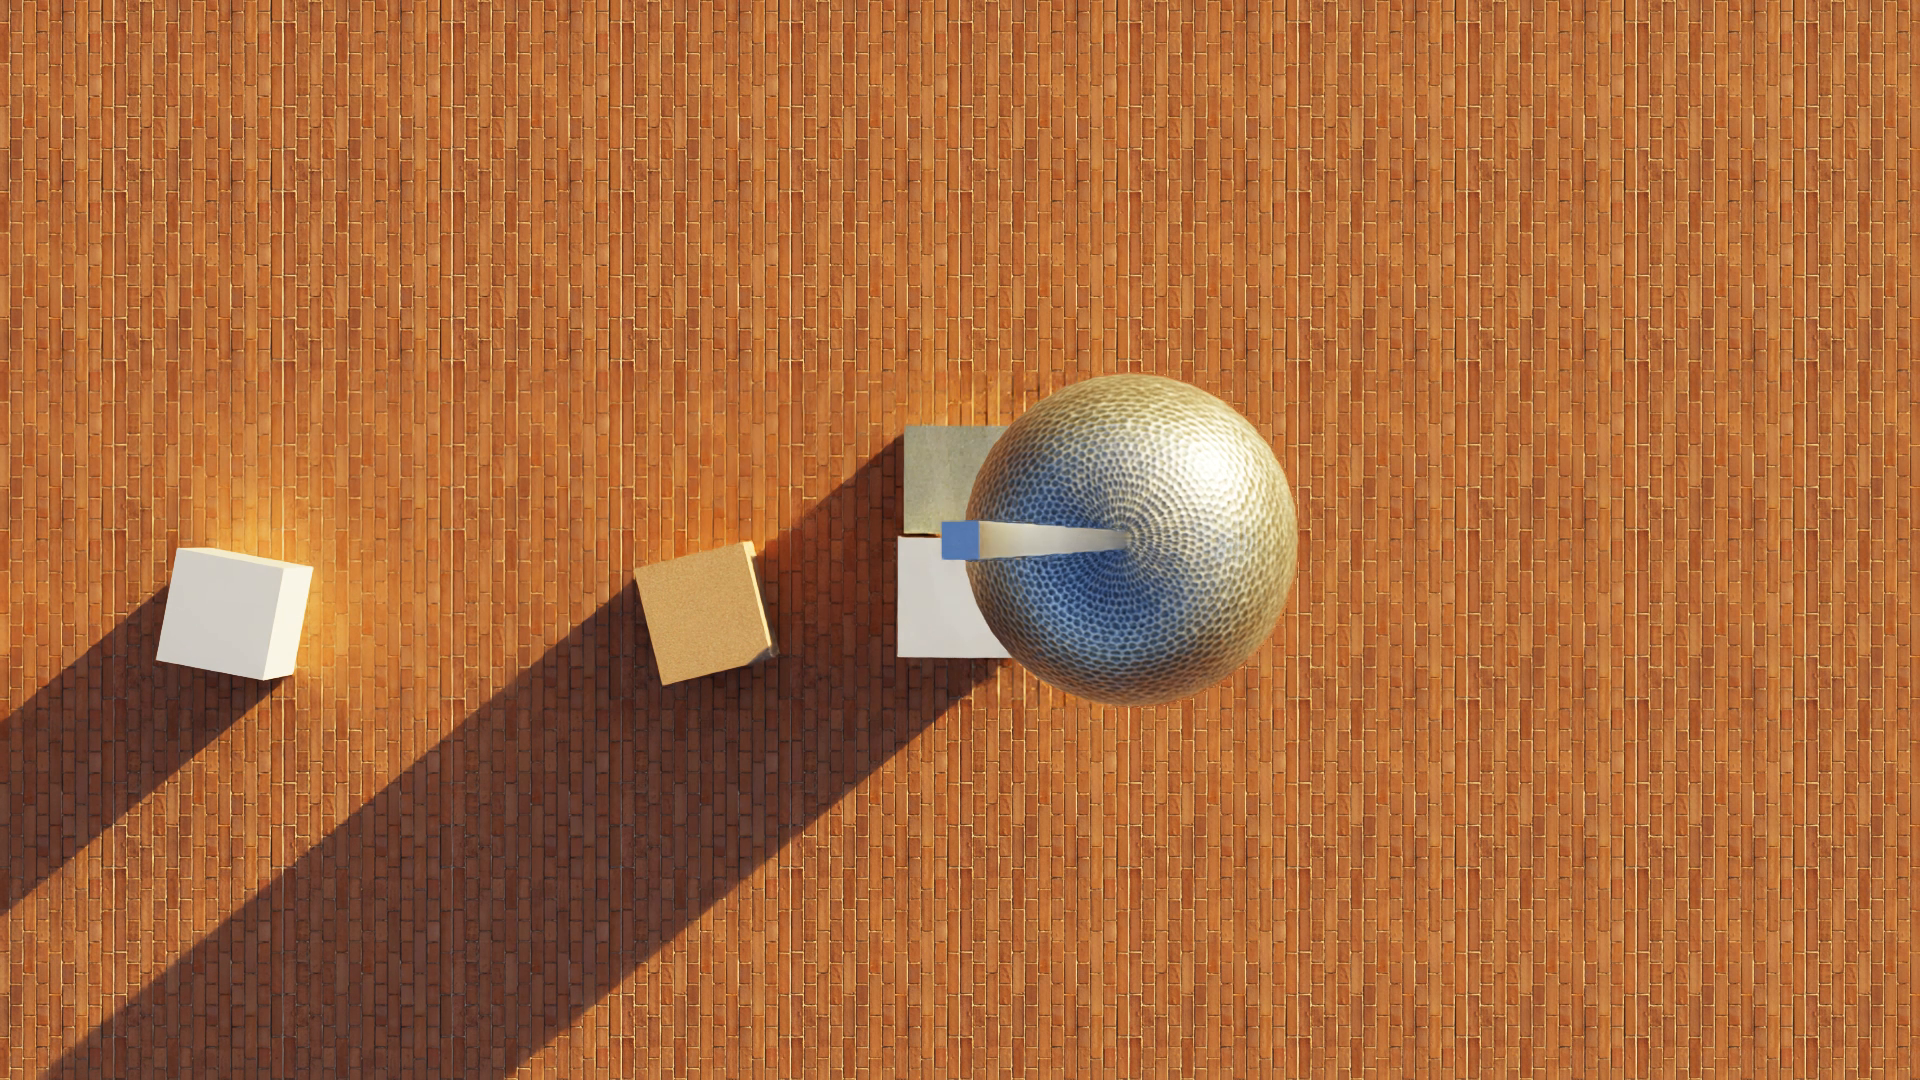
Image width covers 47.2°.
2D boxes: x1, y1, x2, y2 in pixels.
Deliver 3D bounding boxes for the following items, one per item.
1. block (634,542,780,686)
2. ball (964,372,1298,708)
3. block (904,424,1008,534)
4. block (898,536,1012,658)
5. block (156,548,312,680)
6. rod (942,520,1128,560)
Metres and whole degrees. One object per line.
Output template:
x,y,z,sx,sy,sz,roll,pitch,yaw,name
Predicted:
-1.453,0.416,12.709,0.634,0.582,0.679,-14,90,0,block
0.816,0.000,10.556,1.600,1.600,1.600,0,90,0,ball
0.001,-0.345,12.746,0.633,0.508,0.617,0,90,0,block
0.000,0.322,12.636,0.694,0.728,0.673,1,90,0,block
-4.186,0.420,12.722,0.617,0.557,0.644,11,90,0,block
0.354,0.000,7.187,0.080,5.200,0.080,0,90,8,rod
